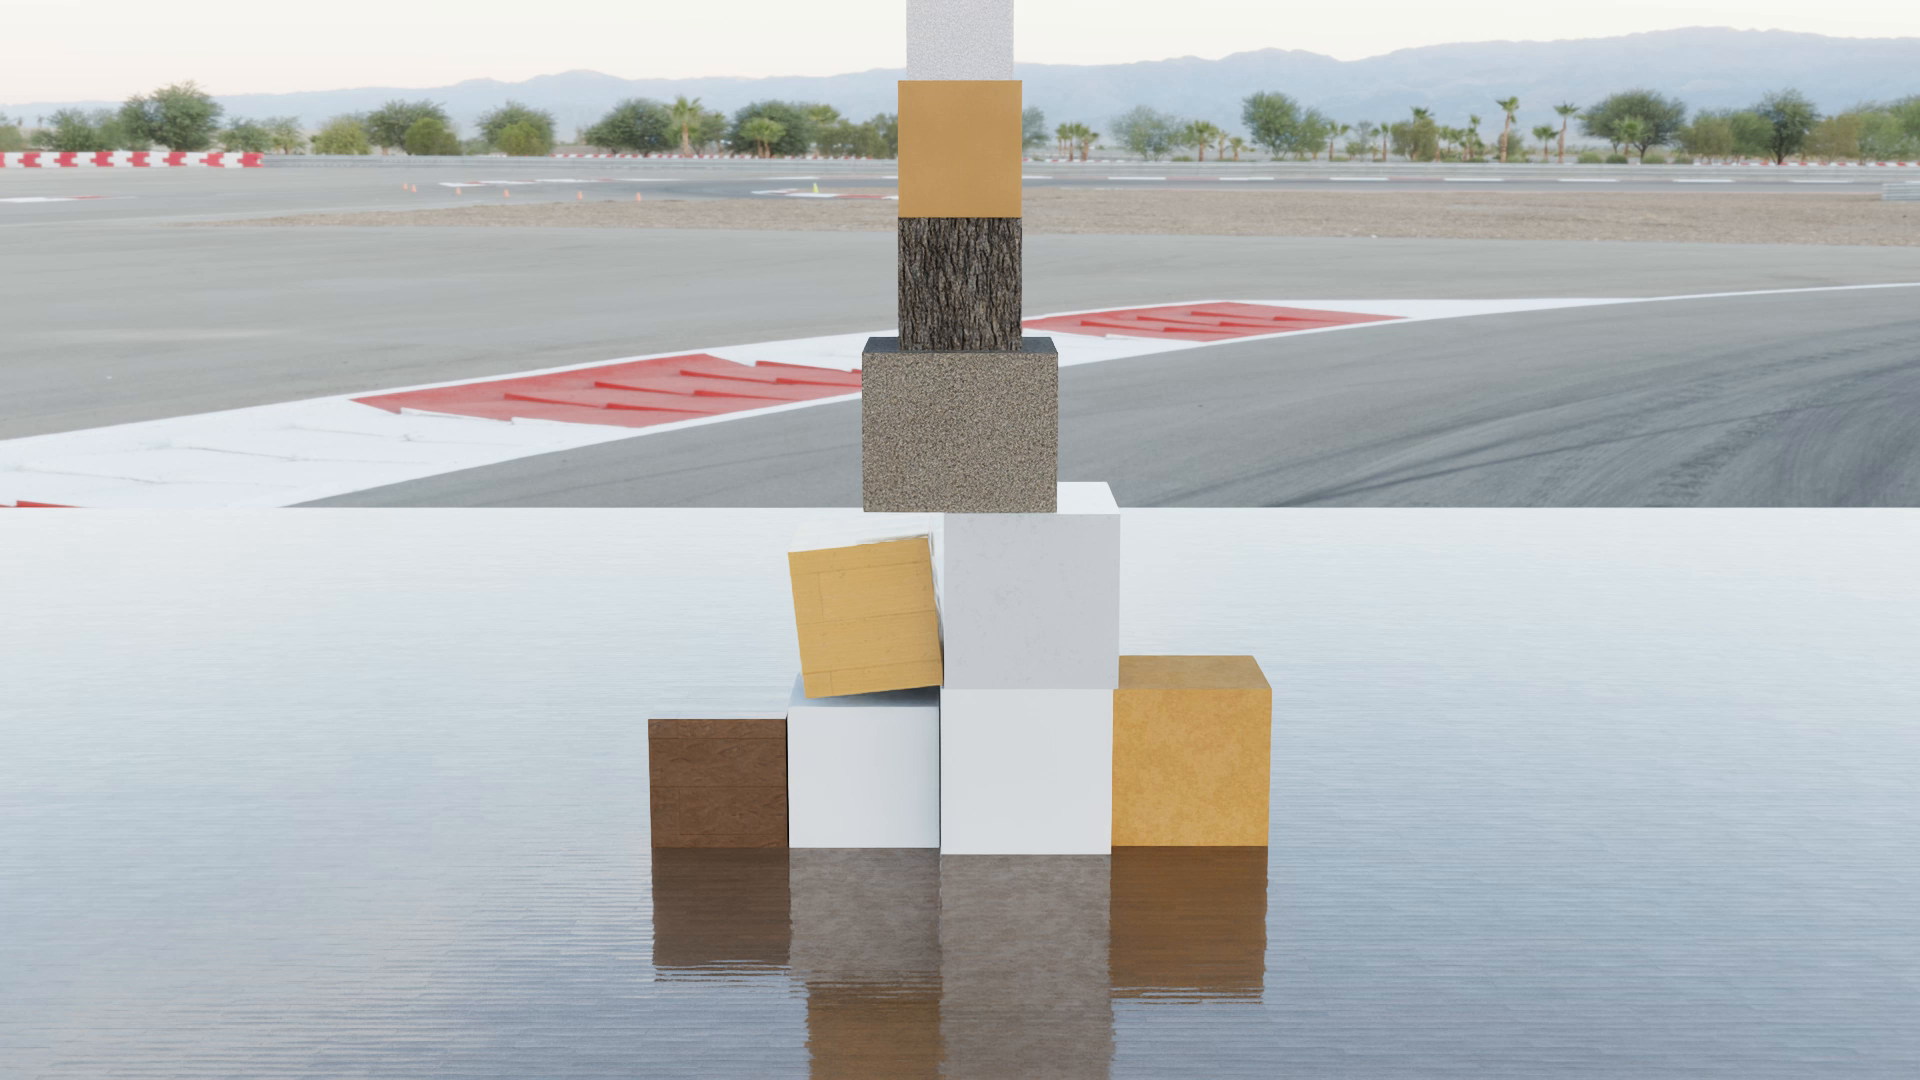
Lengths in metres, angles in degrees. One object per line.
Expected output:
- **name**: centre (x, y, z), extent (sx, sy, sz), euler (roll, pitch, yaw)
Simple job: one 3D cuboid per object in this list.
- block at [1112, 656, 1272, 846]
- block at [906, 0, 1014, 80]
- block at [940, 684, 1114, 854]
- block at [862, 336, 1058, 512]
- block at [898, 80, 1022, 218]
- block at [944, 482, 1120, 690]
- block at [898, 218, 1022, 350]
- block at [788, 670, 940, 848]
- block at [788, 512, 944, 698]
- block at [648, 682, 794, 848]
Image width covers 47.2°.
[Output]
- **block**: centre (1.158, 1.076, 11.378), extent (0.792, 0.811, 0.740), euler (0, 10, 0)
- **block**: centre (0.000, -2.512, 10.716), extent (0.511, 0.551, 0.572), euler (0, 10, 0)
- **block**: centre (0.329, 1.061, 11.364), extent (0.846, 0.846, 0.982), euler (0, 10, 0)
- **block**: centre (0.000, -0.595, 11.061), extent (0.943, 0.776, 0.913), euler (0, 10, 0)
- **block**: centre (0.000, -1.926, 10.832), extent (0.591, 0.644, 0.672), euler (0, 10, 0)
- **block**: centre (0.351, 0.213, 11.226), extent (0.854, 0.873, 1.010), euler (0, 10, 0)
- **block**: centre (0.000, -1.291, 10.929), extent (0.598, 0.641, 0.610), euler (0, 10, 0)
- **block**: centre (-0.481, 1.119, 11.376), extent (0.755, 0.728, 0.773), euler (0, 10, 0)
- **block**: centre (-0.461, 0.316, 11.228), extent (0.692, 0.744, 0.812), euler (-6, 10, 1)
- **block**: centre (-1.211, 1.151, 11.372), extent (0.686, 0.667, 0.749), euler (0, 10, 0)
